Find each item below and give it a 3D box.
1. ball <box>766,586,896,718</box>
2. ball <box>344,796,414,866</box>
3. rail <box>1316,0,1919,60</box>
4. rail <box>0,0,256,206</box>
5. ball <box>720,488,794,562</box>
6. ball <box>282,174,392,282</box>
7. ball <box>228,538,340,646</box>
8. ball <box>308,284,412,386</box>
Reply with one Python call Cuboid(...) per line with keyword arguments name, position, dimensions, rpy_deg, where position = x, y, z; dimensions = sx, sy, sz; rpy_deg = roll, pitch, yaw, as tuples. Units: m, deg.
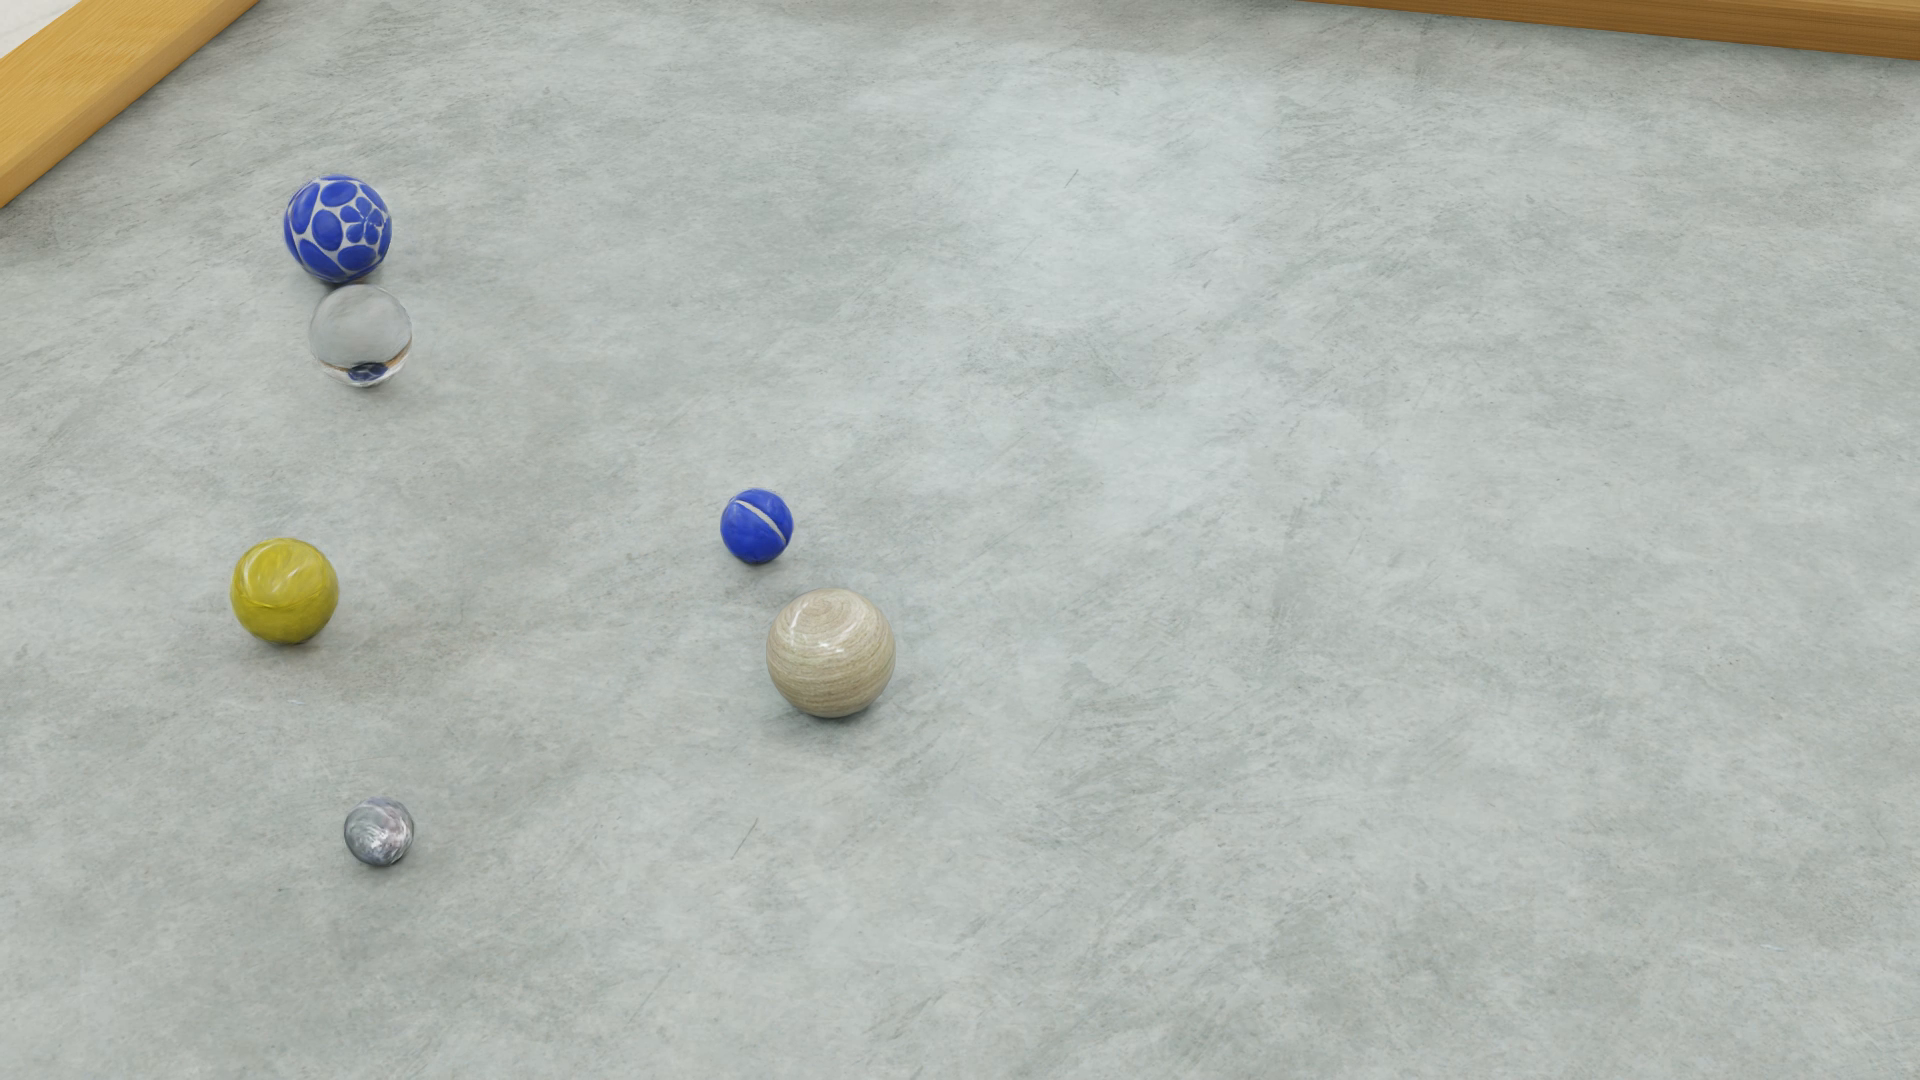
Cuboid(name="ball", position=(-0.089, 0.078, 1.770), dimensions=(0.090, 0.090, 0.090), rpy_deg=(0, 34, 0))
Cuboid(name="ball", position=(-0.374, 0.187, 1.650), dimensions=(0.044, 0.044, 0.044), rpy_deg=(0, 34, 0))
Cuboid(name="rail", position=(1.288, -0.509, 2.598), dimensions=(4.134, 0.129, 0.045), rpy_deg=(8, 35, 12))
Cuboid(name="rail", position=(-0.978, -0.164, 2.089), dimensions=(0.045, 0.129, 2.362), rpy_deg=(8, 35, 12))
Cuboid(name="ball", position=(-0.153, -0.011, 1.930), dimensions=(0.056, 0.056, 0.056), rpy_deg=(0, 34, 0))
Cuboid(name="ball", position=(-0.555, -0.278, 2.289), dimensions=(0.095, 0.095, 0.095), rpy_deg=(0, 34, 0))
Cuboid(name="ball", position=(-0.485, 0.037, 1.841), dimensions=(0.077, 0.077, 0.077), rpy_deg=(0, 34, 0))
Cuboid(name="ball", position=(-0.500, -0.171, 2.140), dimensions=(0.086, 0.086, 0.086), rpy_deg=(0, 34, 0))
